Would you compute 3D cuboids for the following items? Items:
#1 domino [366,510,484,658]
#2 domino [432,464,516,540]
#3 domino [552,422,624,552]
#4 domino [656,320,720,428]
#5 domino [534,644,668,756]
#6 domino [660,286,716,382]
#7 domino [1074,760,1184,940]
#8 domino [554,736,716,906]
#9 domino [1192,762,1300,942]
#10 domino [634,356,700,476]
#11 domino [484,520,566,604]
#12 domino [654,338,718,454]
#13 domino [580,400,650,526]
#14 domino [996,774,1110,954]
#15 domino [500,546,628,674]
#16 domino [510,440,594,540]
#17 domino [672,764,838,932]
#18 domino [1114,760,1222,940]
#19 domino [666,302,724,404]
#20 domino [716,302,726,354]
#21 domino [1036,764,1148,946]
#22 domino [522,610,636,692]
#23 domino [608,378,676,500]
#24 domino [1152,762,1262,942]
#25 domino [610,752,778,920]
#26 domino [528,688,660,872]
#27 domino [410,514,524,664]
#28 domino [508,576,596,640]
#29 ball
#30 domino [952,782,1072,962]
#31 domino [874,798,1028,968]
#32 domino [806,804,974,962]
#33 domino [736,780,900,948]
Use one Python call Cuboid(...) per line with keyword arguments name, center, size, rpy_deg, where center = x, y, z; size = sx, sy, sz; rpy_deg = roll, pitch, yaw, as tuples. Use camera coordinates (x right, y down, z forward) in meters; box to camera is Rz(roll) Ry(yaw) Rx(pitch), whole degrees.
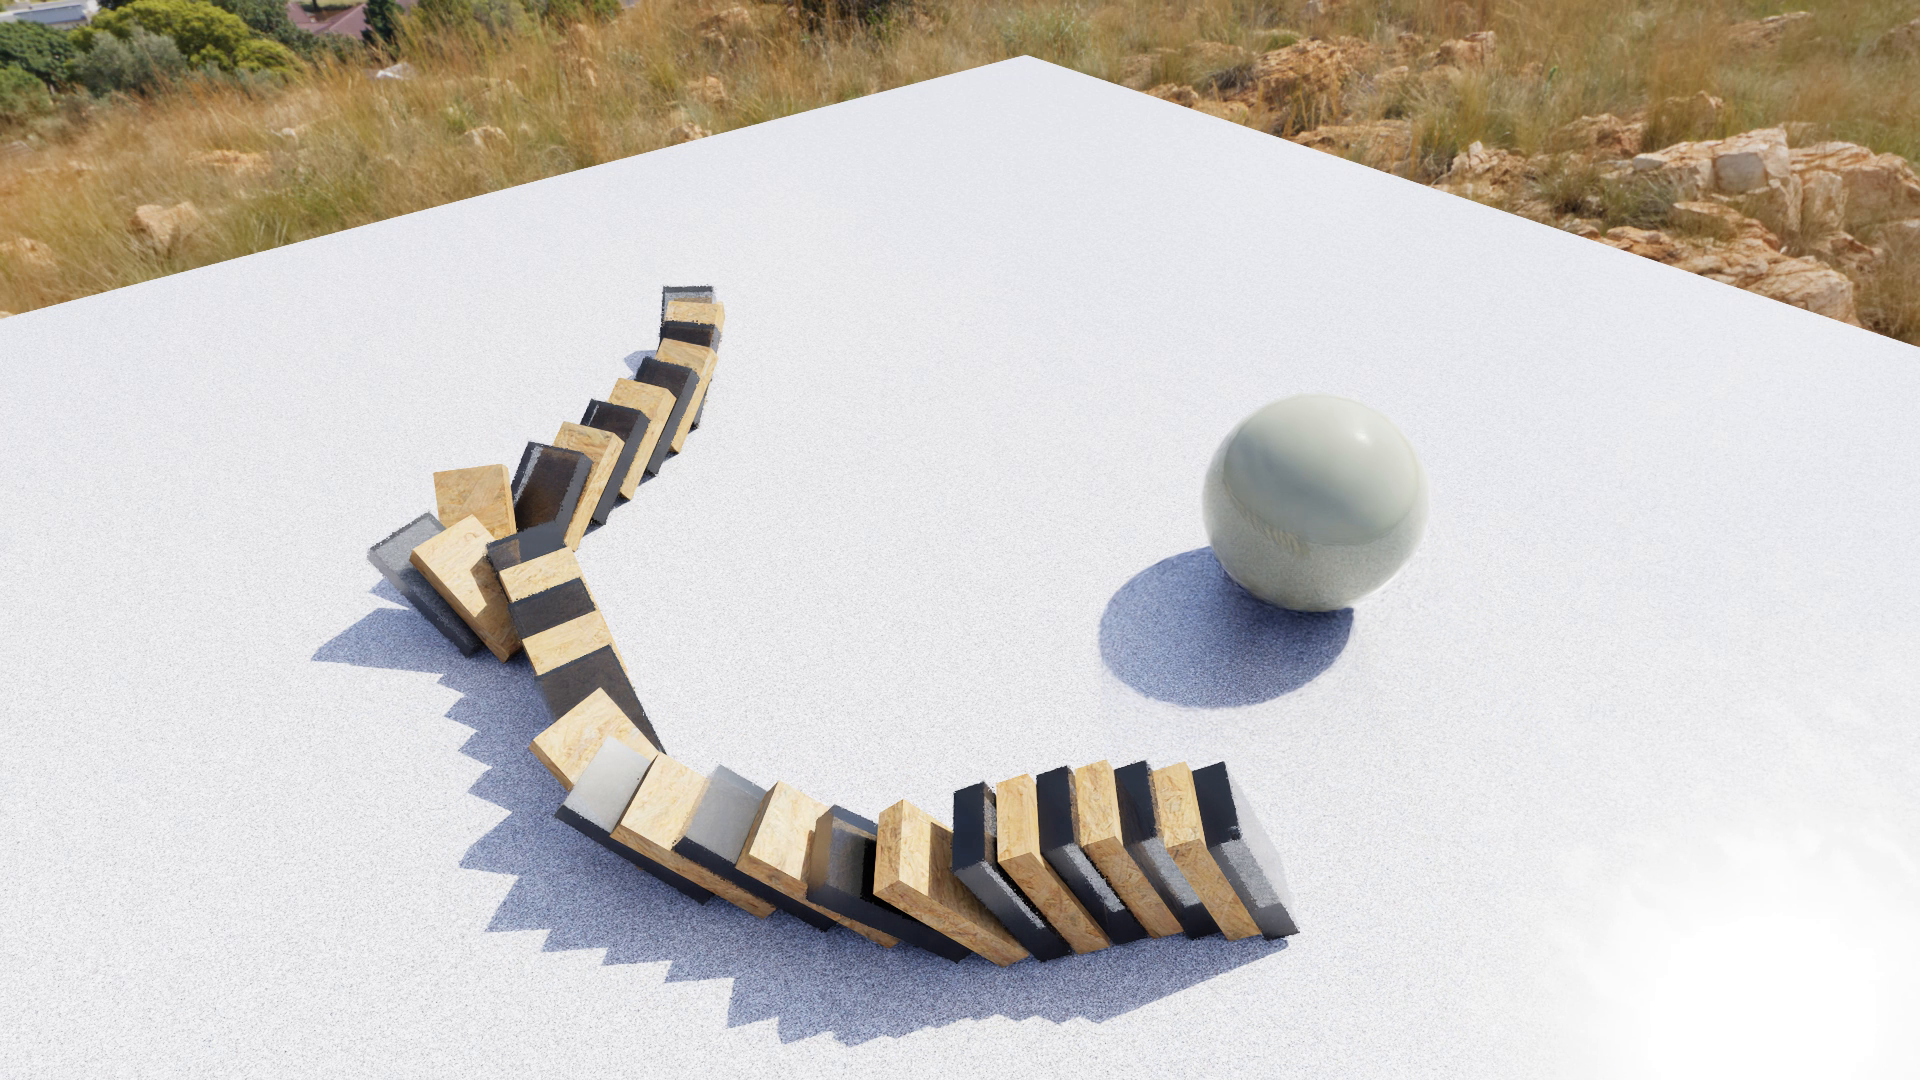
Cuboid(name="domino", center=(-0.187, 0.016, 0.402), size=(0.050, 0.010, 0.025), rpy_deg=(46, 48, -4))
Cuboid(name="domino", center=(-0.184, -0.002, 0.420), size=(0.025, 0.010, 0.050), rpy_deg=(-9, 85, -9))
Cuboid(name="domino", center=(-0.160, -0.022, 0.452), size=(0.025, 0.009, 0.050), rpy_deg=(14, 73, 16))
Cuboid(name="domino", center=(-0.132, -0.079, 0.520), size=(0.025, 0.010, 0.050), rpy_deg=(6, 71, 7))
Cuboid(name="domino", center=(-0.112, 0.061, 0.349), size=(0.025, 0.009, 0.050), rpy_deg=(-25, 78, -28))
Cuboid(name="domino", center=(-0.137, -0.104, 0.552), size=(0.025, 0.010, 0.050), rpy_deg=(-2, 68, -2))
Cuboid(name="domino", center=(0.047, 0.087, 0.307), size=(0.010, 0.050, 0.025), rpy_deg=(-22, 36, 18))
Cuboid(name="domino", center=(-0.089, 0.082, 0.322), size=(0.050, 0.009, 0.025), rpy_deg=(35, 44, -11))
Cuboid(name="domino", center=(0.080, 0.087, 0.306), size=(0.009, 0.050, 0.025), rpy_deg=(-22, 36, 18))
Cuboid(name="domino", center=(-0.138, -0.055, 0.491), size=(0.025, 0.010, 0.050), rpy_deg=(15, 73, 16))
Cuboid(name="domino", center=(-0.149, 0.020, 0.397), size=(0.025, 0.009, 0.050), rpy_deg=(-24, 80, -29))
Cuboid(name="domino", center=(-0.132, -0.067, 0.505), size=(0.025, 0.010, 0.050), rpy_deg=(14, 73, 14))
Cuboid(name="domino", center=(-0.153, -0.033, 0.465), size=(0.025, 0.010, 0.050), rpy_deg=(14, 73, 16))
Cuboid(name="domino", center=(0.026, 0.090, 0.303), size=(0.010, 0.050, 0.025), rpy_deg=(-22, 36, 18))
Cuboid(name="domino", center=(-0.139, 0.030, 0.386), size=(0.025, 0.009, 0.050), rpy_deg=(-23, 79, -27))
Cuboid(name="domino", center=(-0.168, -0.013, 0.438), size=(0.025, 0.010, 0.050), rpy_deg=(12, 75, 15))
Cuboid(name="domino", center=(-0.054, 0.088, 0.315), size=(0.050, 0.010, 0.025), rpy_deg=(33, 40, -13))
Cuboid(name="domino", center=(0.058, 0.087, 0.307), size=(0.009, 0.050, 0.025), rpy_deg=(-22, 36, 18))
Cuboid(name="domino", center=(-0.133, -0.091, 0.535), size=(0.025, 0.010, 0.050), rpy_deg=(5, 71, 5))
Cuboid(name="domino", center=(-0.139, -0.109, 0.577), size=(0.025, 0.009, 0.050), rpy_deg=(-2, 39, -3))
Cuboid(name="domino", center=(0.037, 0.088, 0.305), size=(0.009, 0.050, 0.025), rpy_deg=(-22, 36, 18))
Cuboid(name="domino", center=(-0.121, 0.051, 0.361), size=(0.025, 0.009, 0.050), rpy_deg=(-23, 77, -26))
Cuboid(name="domino", center=(-0.146, -0.044, 0.478), size=(0.025, 0.009, 0.050), rpy_deg=(14, 73, 16))
Cuboid(name="domino", center=(0.069, 0.087, 0.306), size=(0.010, 0.050, 0.025), rpy_deg=(-22, 36, 18))
Cuboid(name="domino", center=(-0.072, 0.085, 0.318), size=(0.050, 0.009, 0.025), rpy_deg=(33, 42, -12))
Cuboid(name="domino", center=(-0.103, 0.072, 0.333), size=(0.050, 0.010, 0.025), rpy_deg=(48, 52, -1))
Cuboid(name="domino", center=(-0.171, 0.018, 0.399), size=(0.050, 0.010, 0.025), rpy_deg=(48, 48, -2))
Cuboid(name="domino", center=(-0.131, 0.040, 0.373), size=(0.025, 0.010, 0.050), rpy_deg=(-23, 79, -26))
Cuboid(name="ball", center=(0.129, -0.014, 0.404), size=(0.080, 0.080, 0.080), rpy_deg=(0, 39, 0))
Cuboid(name="domino", center=(0.015, 0.091, 0.301), size=(0.010, 0.050, 0.025), rpy_deg=(-23, 35, 18))
Cuboid(name="domino", center=(-0.002, 0.094, 0.302), size=(0.010, 0.050, 0.025), rpy_deg=(-36, 31, 26))
Cuboid(name="domino", center=(-0.018, 0.095, 0.304), size=(0.050, 0.009, 0.025), rpy_deg=(31, 33, -23))
Cuboid(name="domino", center=(-0.036, 0.092, 0.311), size=(0.050, 0.009, 0.025), rpy_deg=(32, 39, -13))
